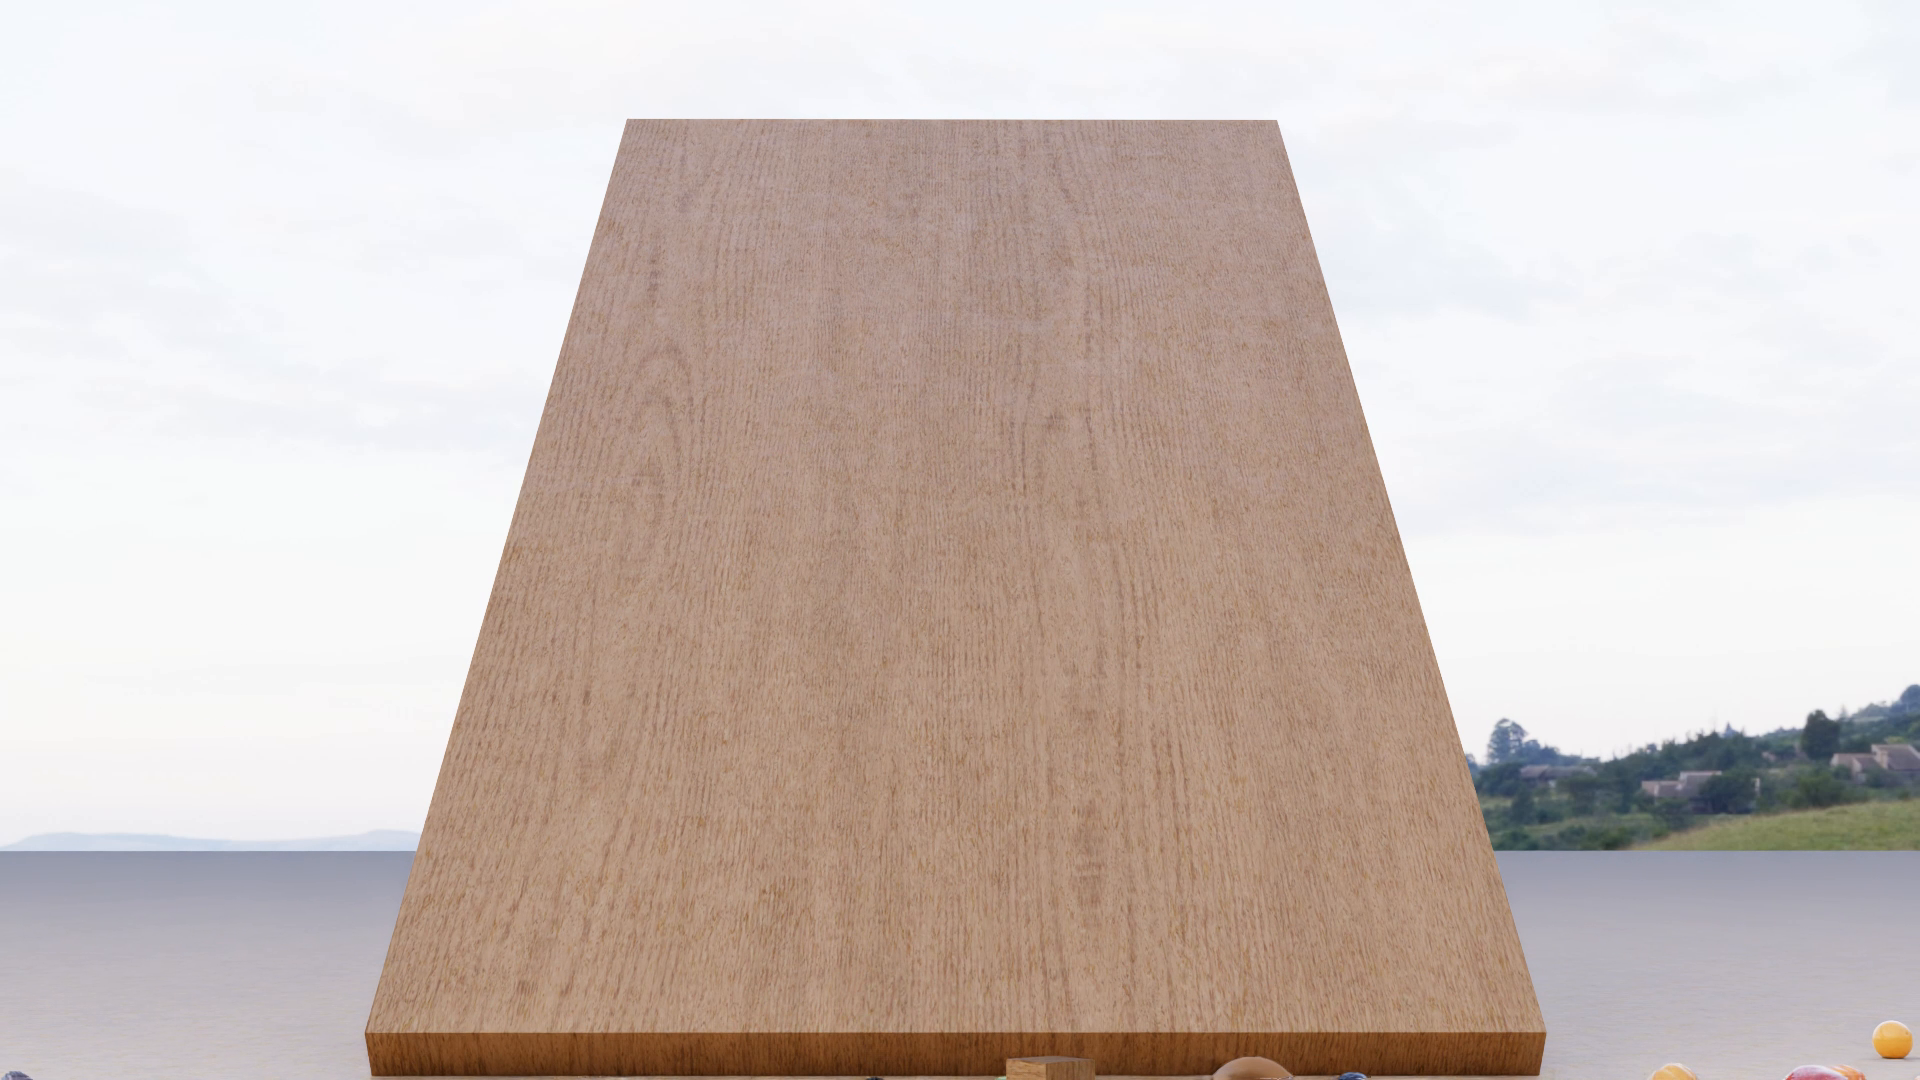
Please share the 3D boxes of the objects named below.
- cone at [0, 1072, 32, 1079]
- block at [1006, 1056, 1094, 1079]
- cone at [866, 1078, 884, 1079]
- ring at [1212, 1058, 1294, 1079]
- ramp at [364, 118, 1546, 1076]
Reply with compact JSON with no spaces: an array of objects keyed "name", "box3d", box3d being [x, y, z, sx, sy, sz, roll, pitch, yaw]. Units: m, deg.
[{"name":"cone","box3d":[-1.430,0.841,3.681,0.059,0.059,0.059,-1,20,6]},{"name":"block","box3d":[0.129,0.784,3.480,0.090,0.090,0.090,5,-9,-37]},{"name":"cone","box3d":[-0.131,0.799,3.387,0.083,0.083,0.083,6,-36,-38]},{"name":"ring","box3d":[0.373,0.722,3.113,0.128,0.128,0.043,-1,-29,10]},{"name":"ramp","box3d":[-0.015,-0.189,5.860,2.000,0.100,4.000,0,32,0]}]
